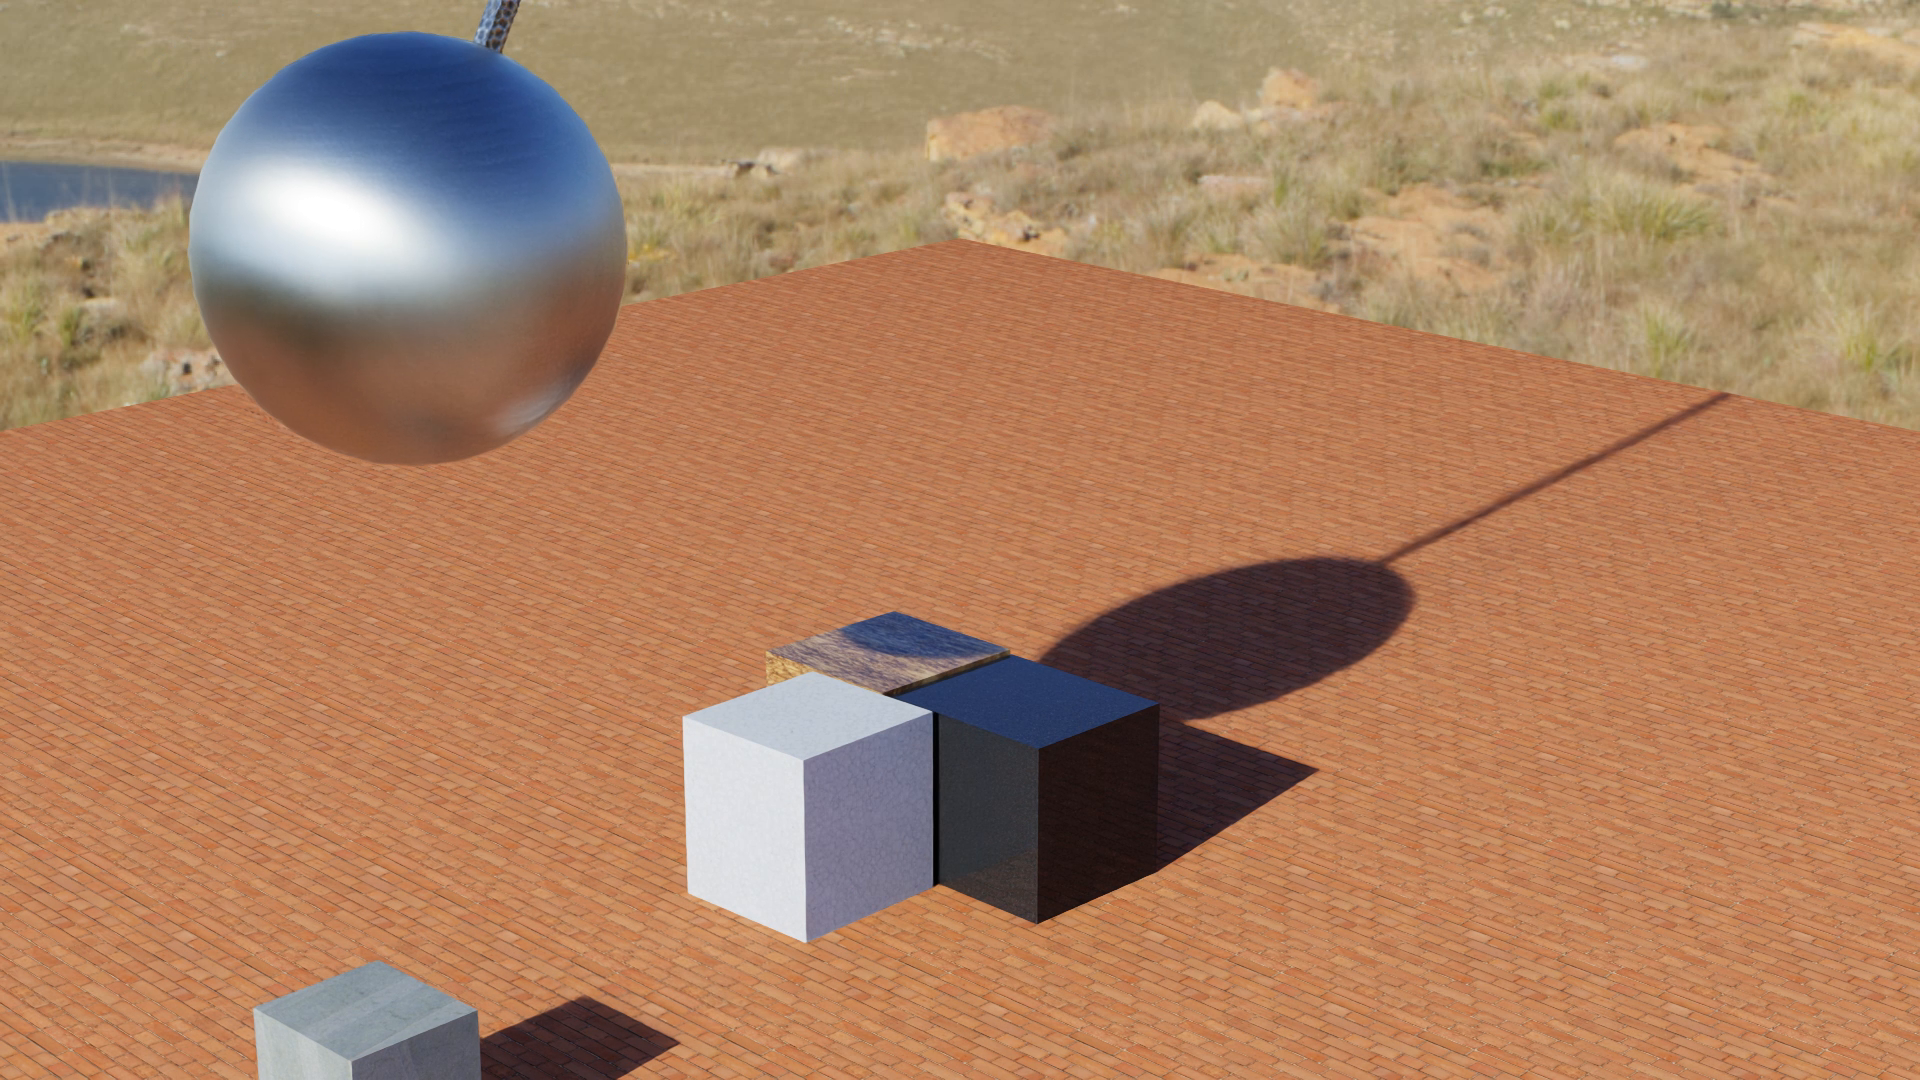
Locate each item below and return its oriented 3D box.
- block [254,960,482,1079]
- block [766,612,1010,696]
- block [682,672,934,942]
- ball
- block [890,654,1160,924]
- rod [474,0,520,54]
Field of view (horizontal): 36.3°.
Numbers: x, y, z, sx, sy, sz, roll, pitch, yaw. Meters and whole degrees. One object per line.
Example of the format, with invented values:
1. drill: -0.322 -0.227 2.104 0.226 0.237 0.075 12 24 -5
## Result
1. block: -2.196 2.018 10.920 0.617 0.601 0.560 16 23 41
2. block: -0.339 0.927 13.973 0.835 0.852 0.796 -17 24 -42
3. block: -0.676 1.181 13.163 0.768 0.854 0.801 16 23 41
4. ball: -2.036 -1.075 10.870 1.600 1.600 1.600 0 17 0
5. block: 0.292 1.118 13.401 0.929 0.831 0.795 17 24 42
6. rod: -0.882 -4.267 11.076 0.080 5.200 0.080 17 -5 42
